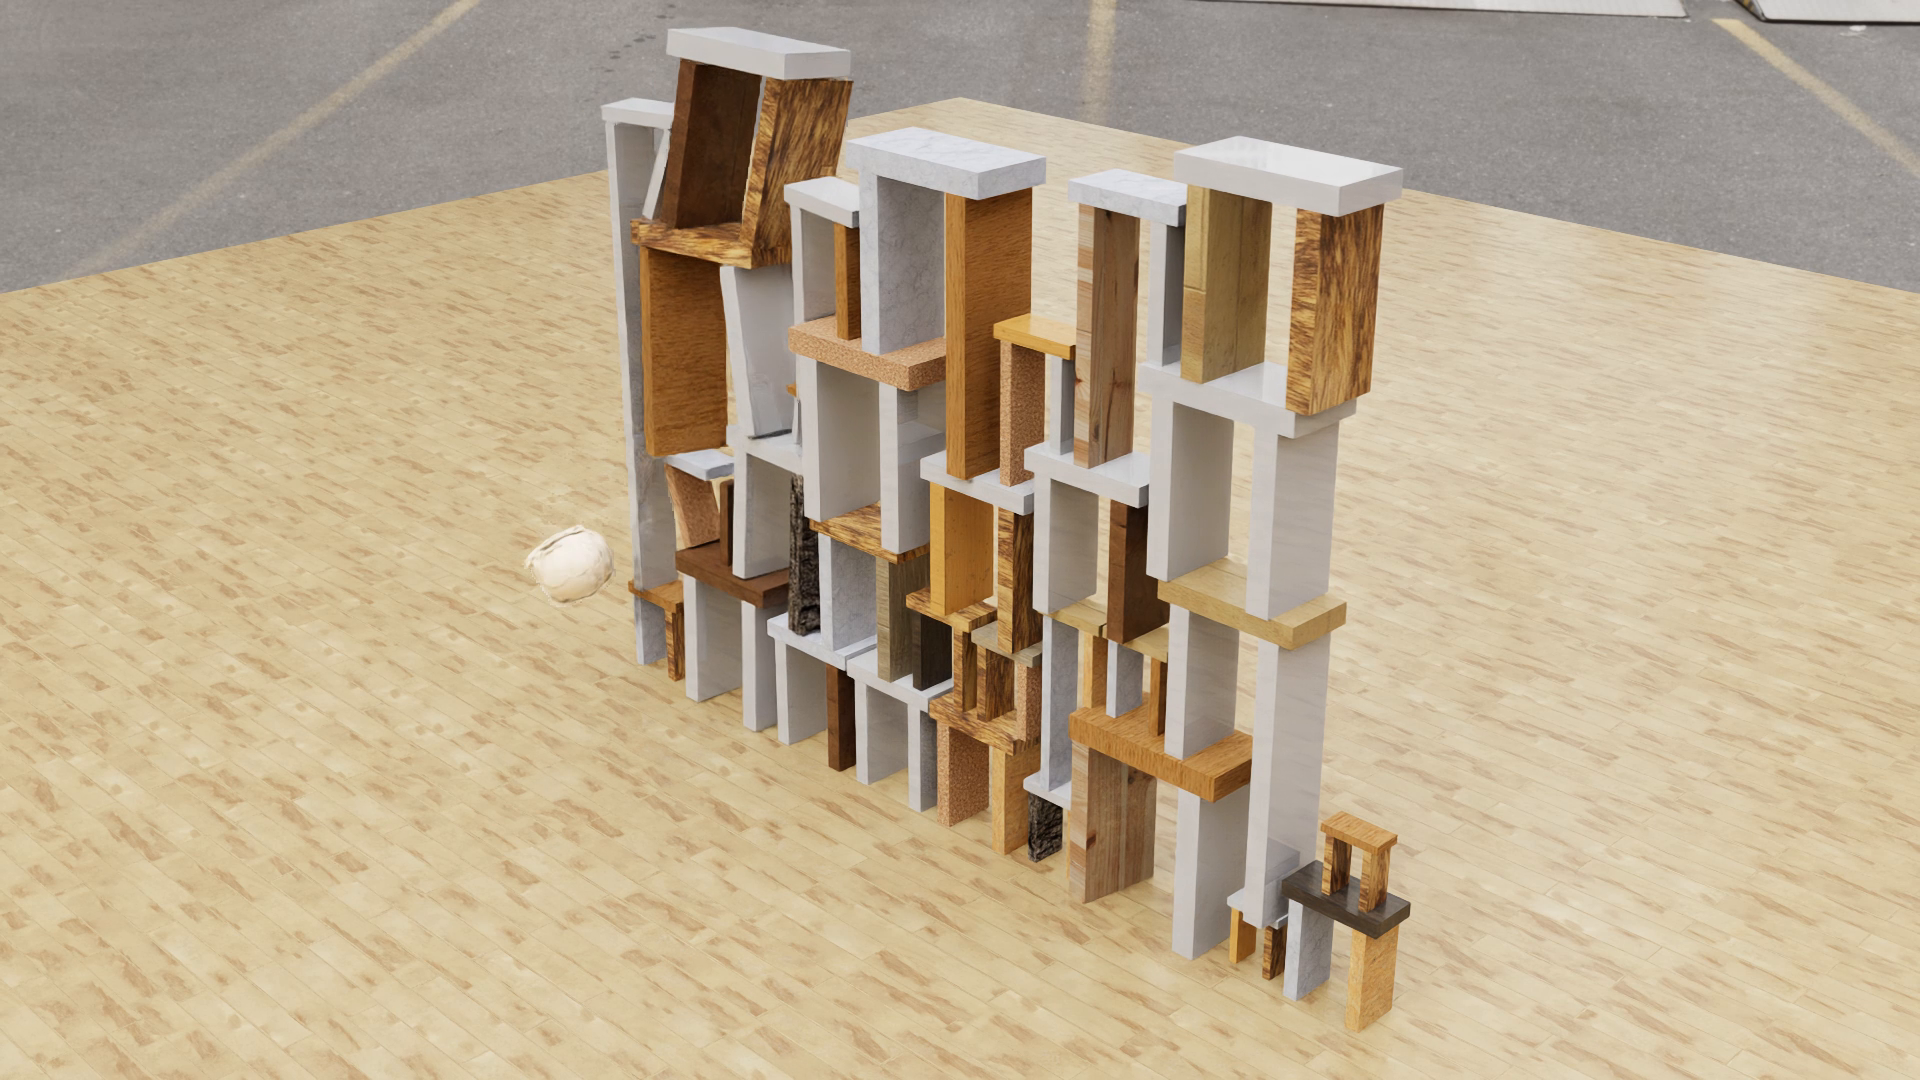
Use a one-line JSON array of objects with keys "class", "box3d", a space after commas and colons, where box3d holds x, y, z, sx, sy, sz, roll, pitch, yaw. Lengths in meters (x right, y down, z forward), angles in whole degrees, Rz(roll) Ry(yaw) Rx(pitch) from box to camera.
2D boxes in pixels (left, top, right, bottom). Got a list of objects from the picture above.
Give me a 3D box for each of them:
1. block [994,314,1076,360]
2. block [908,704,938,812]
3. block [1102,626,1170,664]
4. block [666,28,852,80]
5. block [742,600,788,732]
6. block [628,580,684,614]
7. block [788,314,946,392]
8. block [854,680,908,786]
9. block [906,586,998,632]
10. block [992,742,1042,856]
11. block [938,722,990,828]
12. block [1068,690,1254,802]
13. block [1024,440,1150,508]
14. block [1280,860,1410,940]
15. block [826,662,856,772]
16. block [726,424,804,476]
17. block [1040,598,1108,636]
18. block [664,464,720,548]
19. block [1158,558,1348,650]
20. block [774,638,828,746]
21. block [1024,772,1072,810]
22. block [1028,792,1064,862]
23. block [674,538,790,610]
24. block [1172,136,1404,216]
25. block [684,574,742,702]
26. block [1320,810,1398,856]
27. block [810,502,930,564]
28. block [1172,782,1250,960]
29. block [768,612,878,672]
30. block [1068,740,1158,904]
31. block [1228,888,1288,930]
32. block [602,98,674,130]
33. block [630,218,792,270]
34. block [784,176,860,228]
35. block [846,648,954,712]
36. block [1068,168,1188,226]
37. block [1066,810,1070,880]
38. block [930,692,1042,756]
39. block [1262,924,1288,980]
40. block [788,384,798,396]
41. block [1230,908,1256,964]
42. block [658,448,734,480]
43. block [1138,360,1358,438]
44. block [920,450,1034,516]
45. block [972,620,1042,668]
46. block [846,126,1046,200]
[{"class": "block", "box3d": [0.157, -0.361, 3.899, 0.182, 0.026, 0.091, 21, 31, 40]}, {"class": "block", "box3d": [-0.050, 0.424, 4.460, 0.033, 0.236, 0.118, 21, 31, 41]}, {"class": "block", "box3d": [0.337, 0.176, 3.940, 0.076, 0.021, 0.151, -21, 31, -41]}, {"class": "block", "box3d": [-0.400, -0.963, 4.345, 0.347, 0.049, 0.174, 21, 25, 39]}, {"class": "block", "box3d": [-0.401, 0.254, 4.775, 0.149, 0.298, 0.042, -19, 29, -42]}, {"class": "block", "box3d": [-0.666, 0.118, 5.001, 0.175, 0.025, 0.088, 21, 31, 41]}, {"class": "block", "box3d": [-0.154, -0.368, 4.235, 0.170, 0.048, 0.339, -21, 31, -40]}, {"class": "block", "box3d": [-0.161, 0.380, 4.562, 0.033, 0.236, 0.118, 21, 31, 41]}, {"class": "block", "box3d": [-0.014, 0.132, 4.290, 0.172, 0.024, 0.086, 21, 31, 41]}, {"class": "block", "box3d": [0.115, 0.492, 4.307, 0.033, 0.230, 0.115, 21, 31, 41]}, {"class": "block", "box3d": [0.007, 0.450, 4.407, 0.033, 0.230, 0.115, 21, 31, 41]}, {"class": "block", "box3d": [0.379, 0.364, 3.973, 0.339, 0.048, 0.170, 21, 31, 41]}, {"class": "block", "box3d": [0.257, -0.127, 3.893, 0.267, 0.038, 0.134, 21, 31, 40]}, {"class": "block", "box3d": [0.660, 0.614, 3.770, 0.198, 0.028, 0.099, 21, 31, 41]}, {"class": "block", "box3d": [-0.222, 0.353, 4.616, 0.035, 0.244, 0.122, 21, 31, 41]}, {"class": "block", "box3d": [-0.341, -0.194, 4.560, 0.142, 0.040, 0.283, -16, 28, -41]}, {"class": "block", "box3d": [0.223, 0.134, 4.039, 0.151, 0.021, 0.076, 21, 31, 41]}, {"class": "block", "box3d": [-0.586, -0.085, 4.855, 0.093, 0.186, 0.026, -19, 7, -41]}, {"class": "block", "box3d": [0.494, 0.102, 3.733, 0.145, 0.041, 0.291, -21, 31, -40]}, {"class": "block", "box3d": [-0.336, 0.308, 4.723, 0.122, 0.244, 0.035, -21, 31, -40]}, {"class": "block", "box3d": [0.203, 0.480, 4.214, 0.076, 0.021, 0.151, -21, 31, -41]}, {"class": "block", "box3d": [0.167, 0.546, 4.281, 0.021, 0.151, 0.076, 21, 31, 41]}, {"class": "block", "box3d": [-0.468, 0.068, 4.777, 0.149, 0.042, 0.298, -19, 29, -42]}, {"class": "block", "box3d": [0.507, -0.569, 3.421, 0.161, 0.046, 0.322, -21, 31, -40]}, {"class": "block", "box3d": [-0.542, 0.199, 4.904, 0.149, 0.298, 0.042, -19, 29, -42]}, {"class": "block", "box3d": [0.672, 0.493, 3.703, 0.115, 0.016, 0.058, 21, 31, 41]}, {"class": "block", "box3d": [-0.168, -0.022, 4.395, 0.128, 0.036, 0.256, -21, 31, -41]}, {"class": "block", "box3d": [0.462, 0.573, 3.975, 0.048, 0.339, 0.170, 21, 31, 40]}, {"class": "block", "box3d": [-0.279, 0.202, 4.615, 0.122, 0.035, 0.244, -21, 31, -40]}, {"class": "block", "box3d": [0.290, 0.503, 4.140, 0.170, 0.339, 0.048, -16, 28, -33]}, {"class": "block", "box3d": [0.538, 0.653, 3.913, 0.056, 0.016, 0.113, -21, 31, -40]}, {"class": "block", "box3d": [-0.631, -0.885, 4.565, 0.205, 0.029, 0.103, 13, 26, 28]}, {"class": "block", "box3d": [-0.501, -0.627, 4.581, 0.348, 0.049, 0.174, 16, 23, 36]}, {"class": "block", "box3d": [-0.227, -0.648, 4.206, 0.112, 0.032, 0.225, -18, 31, -35]}, {"class": "block", "box3d": [-0.106, 0.278, 4.459, 0.236, 0.033, 0.118, 21, 31, 41]}, {"class": "block", "box3d": [0.308, -0.569, 3.644, 0.121, 0.034, 0.241, -21, 31, -40]}, {"class": "block", "box3d": [0.238, 0.574, 4.215, 0.021, 0.151, 0.076, 21, 31, 41]}, {"class": "block", "box3d": [0.061, 0.350, 4.306, 0.229, 0.033, 0.115, 21, 31, 41]}, {"class": "block", "box3d": [0.564, 0.723, 3.913, 0.056, 0.113, 0.016, -21, 31, -41]}, {"class": "block", "box3d": [-0.299, -0.298, 4.459, 0.053, 0.015, 0.105, -19, 30, -35]}, {"class": "block", "box3d": [0.511, 0.702, 3.962, 0.056, 0.112, 0.016, -21, 31, -41]}, {"class": "block", "box3d": [-0.569, -0.174, 4.794, 0.093, 0.026, 0.186, -15, 26, -38]}, {"class": "block", "box3d": [0.469, -0.248, 3.609, 0.163, 0.046, 0.327, -21, 31, -40]}, {"class": "block", "box3d": [0.067, -0.117, 4.109, 0.134, 0.038, 0.268, -21, 31, -41]}, {"class": "block", "box3d": [0.107, 0.196, 4.186, 0.081, 0.023, 0.161, -21, 31, -40]}, {"class": "block", "box3d": [-0.028, -0.683, 3.974, 0.172, 0.049, 0.344, -21, 31, -40]}]
